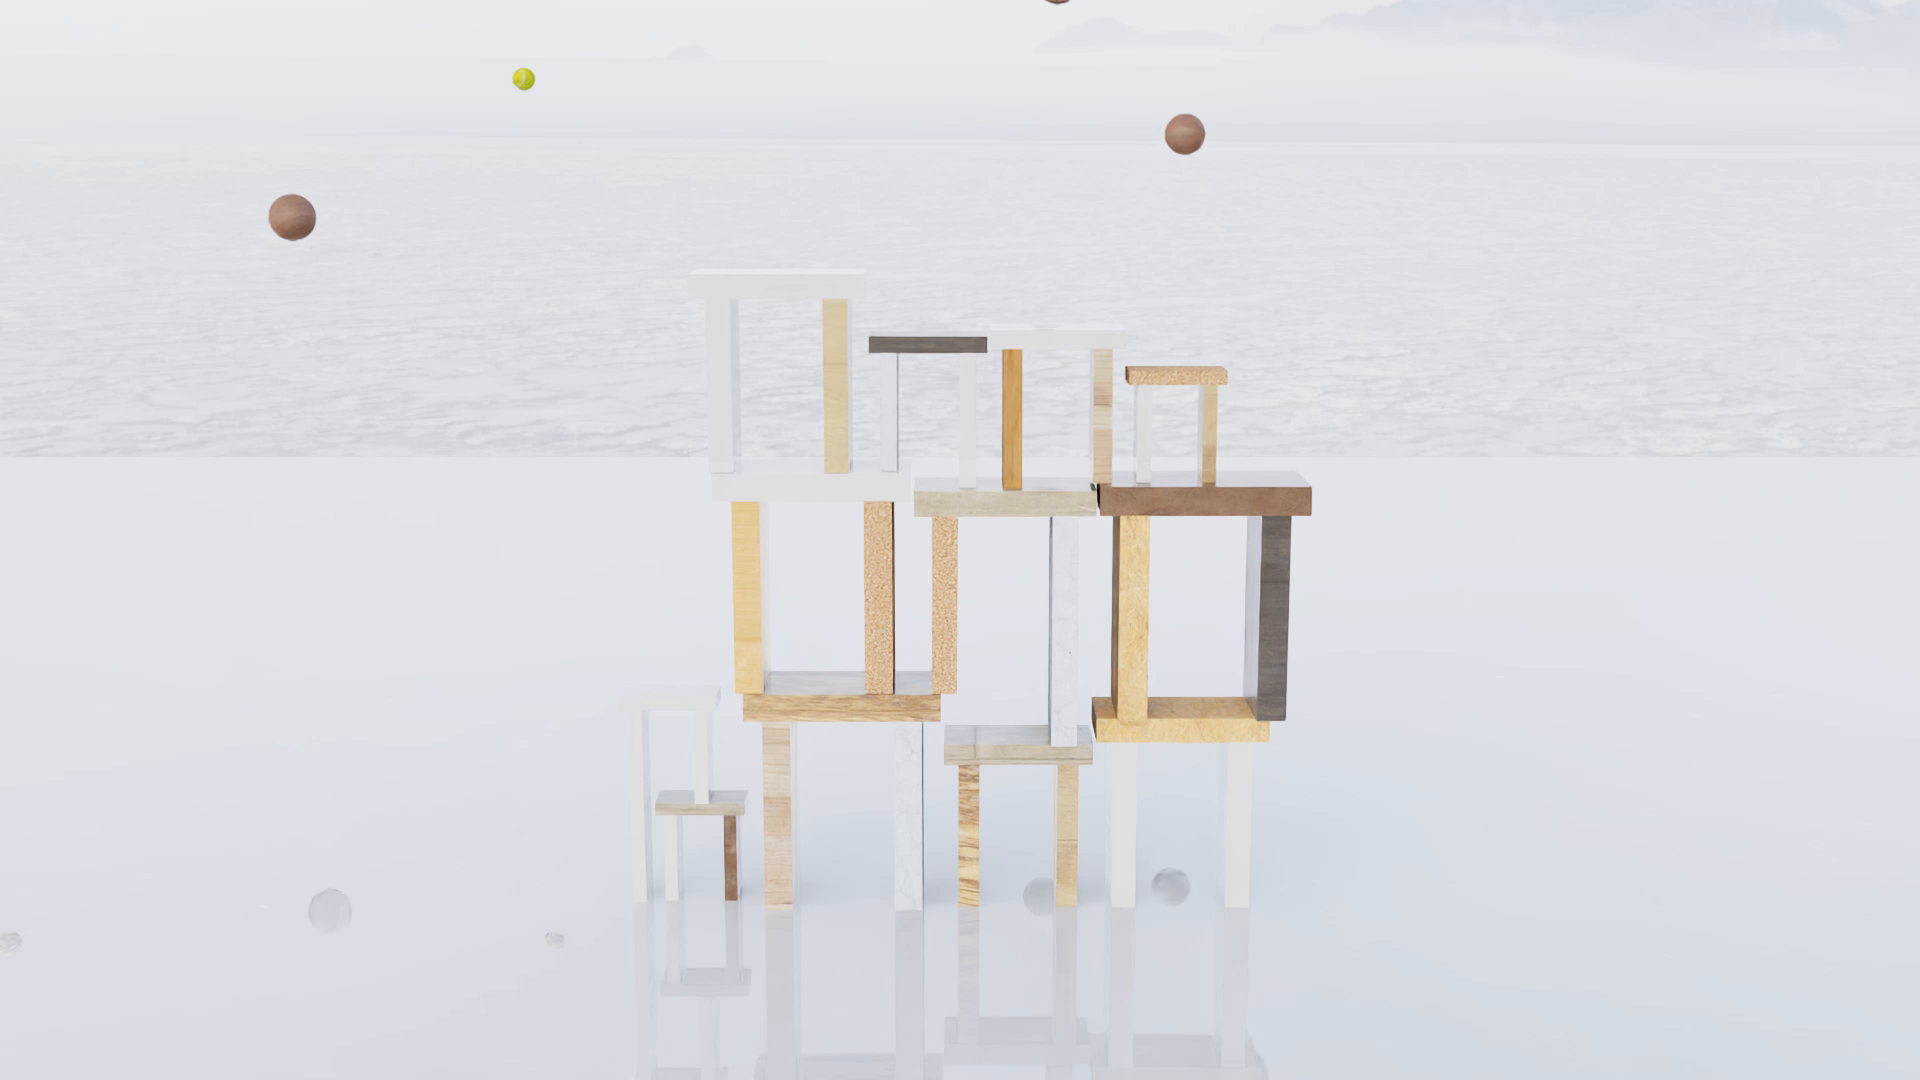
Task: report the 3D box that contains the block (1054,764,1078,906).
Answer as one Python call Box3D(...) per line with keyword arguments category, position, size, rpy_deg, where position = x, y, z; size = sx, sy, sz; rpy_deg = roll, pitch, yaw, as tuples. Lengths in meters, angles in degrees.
Box3D(category="block", position=(0.175, 0.472, 3.645), size=(0.034, 0.241, 0.121), rpy_deg=(0, 11, 0))

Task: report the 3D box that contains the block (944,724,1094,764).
Box3D(category="block", position=(0.095, 0.337, 3.619), size=(0.241, 0.034, 0.121), rpy_deg=(0, 11, 0))

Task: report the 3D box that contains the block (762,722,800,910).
Box3D(category="block", position=(-0.296, 0.434, 3.639), size=(0.045, 0.318, 0.159), rpy_deg=(0, 11, 0))

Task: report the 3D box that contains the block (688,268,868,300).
Box3D(category="block", position=(-0.286, -0.406, 3.483), size=(0.274, 0.039, 0.137), rpy_deg=(0, 11, 0))

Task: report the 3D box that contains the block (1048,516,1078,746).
Box3D(category="block", position=(0.168, 0.135, 3.581), size=(0.041, 0.376, 0.144), rpy_deg=(0, 11, 0))

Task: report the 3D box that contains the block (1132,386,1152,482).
Box3D(category="block", position=(0.292, -0.175, 3.523), size=(0.022, 0.156, 0.078), rpy_deg=(0, 11, 0))

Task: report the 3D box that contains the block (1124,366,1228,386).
Box3D(category="block", position=(0.344, -0.263, 3.508), size=(0.156, 0.022, 0.078), rpy_deg=(0, 11, -1))

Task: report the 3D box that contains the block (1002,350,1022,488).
Box3D(category="block", position=(0.084, -0.200, 3.523), size=(0.030, 0.222, 0.107), rpy_deg=(0, 11, 0))

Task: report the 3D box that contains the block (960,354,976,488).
Box3D(category="block", position=(0.013, -0.196, 3.522), size=(0.027, 0.215, 0.094), rpy_deg=(0, 11, 0))

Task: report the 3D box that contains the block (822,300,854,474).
Box3D(category="block", position=(-0.195, -0.252, 3.512), size=(0.039, 0.274, 0.137), rpy_deg=(0, 11, 0))

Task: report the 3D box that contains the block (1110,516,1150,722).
Box3D(category="block", position=(0.276, 0.112, 3.581), size=(0.047, 0.334, 0.167), rpy_deg=(0, 11, 0))

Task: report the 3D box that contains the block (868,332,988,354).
Box3D(category="block", position=(-0.050, -0.315, 3.499), size=(0.187, 0.027, 0.094), rpy_deg=(0, 11, 0))

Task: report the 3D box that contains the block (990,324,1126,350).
Box3D(category="block", position=(0.154, -0.324, 3.500), size=(0.213, 0.030, 0.107), rpy_deg=(0, 11, 0))

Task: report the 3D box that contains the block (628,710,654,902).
Box3D(category="block", position=(-0.528, 0.430, 3.640), size=(0.022, 0.326, 0.079), rpy_deg=(0, 11, 0))

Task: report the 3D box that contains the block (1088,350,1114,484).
Box3D(category="block", position=(0.225, -0.204, 3.522), size=(0.030, 0.213, 0.107), rpy_deg=(0, 11, 0))

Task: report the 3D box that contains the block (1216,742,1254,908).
Box3D(category="block", position=(0.454, 0.452, 3.647), size=(0.040, 0.280, 0.140), rpy_deg=(0, 11, 0))

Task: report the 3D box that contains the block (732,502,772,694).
Box3D(category="block", position=(-0.339, 0.079, 3.578), size=(0.044, 0.313, 0.157), rpy_deg=(0, 11, 0))

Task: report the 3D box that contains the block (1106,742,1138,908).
Box3D(category="block", position=(0.267, 0.452, 3.647), size=(0.040, 0.280, 0.140), rpy_deg=(0, 11, 0))

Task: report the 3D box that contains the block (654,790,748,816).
Box3D(category="block", position=(-0.427, 0.435, 3.643), size=(0.147, 0.021, 0.073), rpy_deg=(0, 11, 0))

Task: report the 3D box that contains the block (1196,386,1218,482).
Box3D(category="block", position=(0.396, -0.175, 3.525), size=(0.022, 0.156, 0.078), rpy_deg=(0, 11, 0))

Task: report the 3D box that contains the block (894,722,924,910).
Box3D(category="block", position=(-0.084, 0.434, 3.640), size=(0.045, 0.318, 0.159), rpy_deg=(0, 11, 0))

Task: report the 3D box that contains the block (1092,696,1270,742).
Box3D(category="block", position=(0.360, 0.295, 3.618), size=(0.280, 0.040, 0.140), rpy_deg=(0, 11, 0))

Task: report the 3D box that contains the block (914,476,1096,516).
Box3D(category="block", position=(0.071, -0.070, 3.543), size=(0.289, 0.041, 0.144), rpy_deg=(0, 11, 0))

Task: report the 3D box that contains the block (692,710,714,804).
Box3D(category="block", position=(-0.423, 0.347, 3.625), size=(0.022, 0.158, 0.079), rpy_deg=(0, 11, 0))

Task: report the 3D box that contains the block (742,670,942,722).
Box3D(category="block", position=(-0.190, 0.256, 3.606), size=(0.318, 0.045, 0.159), rpy_deg=(0, 11, 0))

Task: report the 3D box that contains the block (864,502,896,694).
Box3D(category="block", position=(-0.130, 0.079, 3.578), size=(0.044, 0.313, 0.157), rpy_deg=(0, 11, 0))

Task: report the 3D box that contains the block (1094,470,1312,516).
Box3D(category="block", position=(0.387, -0.076, 3.546), size=(0.334, 0.047, 0.167), rpy_deg=(0, 11, 0))

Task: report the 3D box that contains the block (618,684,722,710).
Box3D(category="block", position=(-0.475, 0.258, 3.608), size=(0.158, 0.022, 0.079), rpy_deg=(0, 11, 0))

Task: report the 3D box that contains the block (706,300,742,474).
Box3D(category="block", position=(-0.377, -0.253, 3.512), size=(0.039, 0.274, 0.137), rpy_deg=(0, 11, 0))

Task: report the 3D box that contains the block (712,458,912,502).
Box3D(category="block", position=(-0.235, -0.097, 3.546), size=(0.313, 0.044, 0.157), rpy_deg=(0, 11, 0))

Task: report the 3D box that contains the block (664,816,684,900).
Box3D(category="block", position=(-0.476, 0.517, 3.658), size=(0.021, 0.147, 0.073), rpy_deg=(0, 11, 0))

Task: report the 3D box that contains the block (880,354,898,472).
Box3D(category="block", position=(-0.113, -0.210, 3.520), size=(0.027, 0.187, 0.094), rpy_deg=(0, 11, 0))

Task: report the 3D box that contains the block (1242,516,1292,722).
Box3D(category="block", position=(0.499, 0.111, 3.581), size=(0.047, 0.334, 0.167), rpy_deg=(0, 11, 0))

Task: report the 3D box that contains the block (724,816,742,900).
Box3D(category="block", position=(-0.378, 0.517, 3.658), size=(0.021, 0.147, 0.073), rpy_deg=(0, 11, 0))

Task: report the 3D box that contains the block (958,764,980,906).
Box3D(category="block", position=(0.014, 0.472, 3.644), size=(0.034, 0.241, 0.121), rpy_deg=(0, 11, 0))

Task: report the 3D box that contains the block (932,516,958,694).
Box3D(category="block", position=(-0.025, 0.092, 3.573), size=(0.041, 0.289, 0.144), rpy_deg=(0, 11, -1))
